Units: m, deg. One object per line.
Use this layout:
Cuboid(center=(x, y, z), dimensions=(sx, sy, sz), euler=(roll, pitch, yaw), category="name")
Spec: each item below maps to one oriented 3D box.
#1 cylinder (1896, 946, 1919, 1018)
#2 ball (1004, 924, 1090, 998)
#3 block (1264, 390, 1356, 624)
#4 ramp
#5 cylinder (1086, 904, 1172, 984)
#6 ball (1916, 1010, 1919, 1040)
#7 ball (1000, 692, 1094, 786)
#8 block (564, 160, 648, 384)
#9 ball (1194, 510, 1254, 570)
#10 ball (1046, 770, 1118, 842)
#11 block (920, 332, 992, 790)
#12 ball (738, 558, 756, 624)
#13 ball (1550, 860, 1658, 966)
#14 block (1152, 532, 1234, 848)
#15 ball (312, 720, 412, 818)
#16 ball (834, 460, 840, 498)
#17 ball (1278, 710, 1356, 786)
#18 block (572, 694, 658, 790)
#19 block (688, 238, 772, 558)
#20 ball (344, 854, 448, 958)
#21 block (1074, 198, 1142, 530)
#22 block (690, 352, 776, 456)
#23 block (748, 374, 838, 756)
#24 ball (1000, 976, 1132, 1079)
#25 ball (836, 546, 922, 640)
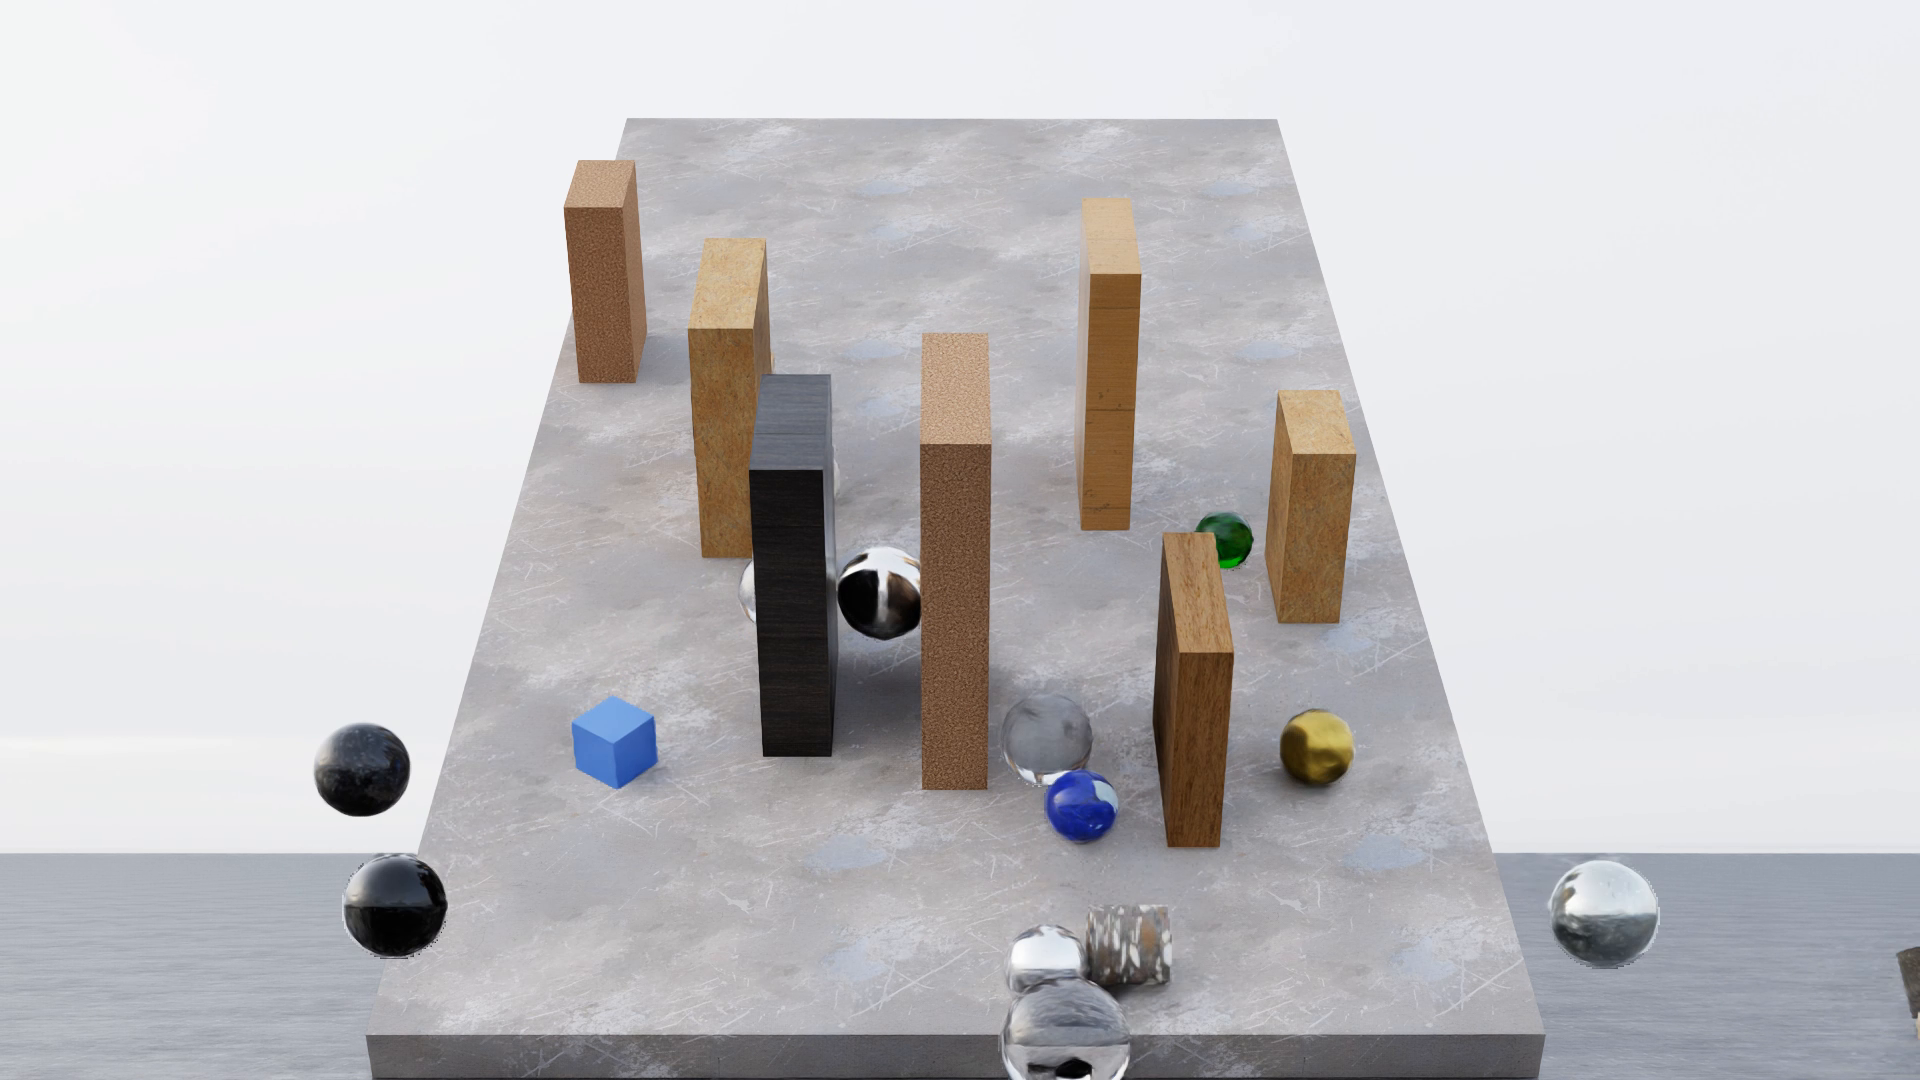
Cuboid(center=(2.142, 0.963, 5.361), dimensions=(0.144, 0.144, 0.144), euler=(-7, -18, -2), category="cylinder")
Cuboid(center=(0.148, 0.730, 4.183), dimensions=(0.147, 0.147, 0.147), euler=(0, -7, 0), category="ball")
Cuboid(center=(0.741, -0.071, 5.204), dimensions=(0.129, 0.417, 0.269), euler=(0, 32, 0), category="block")
Cuboid(center=(-0.015, -0.187, 5.867), dimensions=(2.000, 0.100, 4.000), euler=(0, 32, 0), category="ramp")
Cuboid(center=(0.290, 0.700, 4.239), dimensions=(0.137, 0.137, 0.137), euler=(0, -7, -1), category="cylinder")
Cuboid(center=(1.758, 0.854, 4.287), dimensions=(0.157, 0.157, 0.157), euler=(0, -7, 0), category="ball")
Cuboid(center=(0.167, 0.382, 4.705), dimensions=(0.178, 0.178, 0.178), euler=(0, -7, 0), category="ball")
Cuboid(center=(-0.877, -0.666, 6.081), dimensions=(0.141, 0.476, 0.280), euler=(0, 32, 0), category="block")
Cuboid(center=(0.576, -0.001, 5.361), dimensions=(0.130, 0.130, 0.130), euler=(0, -7, 0), category="ball")
Cuboid(center=(0.227, 0.495, 4.566), dimensions=(0.136, 0.136, 0.136), euler=(0, -7, 0), category="ball")
Cuboid(center=(-0.010, 0.043, 4.688), dimensions=(0.126, 0.768, 0.423), euler=(0, 32, 0), category="block")
Cuboid(center=(-0.377, 0.107, 5.140), dimensions=(0.177, 0.177, 0.177), euler=(0, -7, 0), category="ball")
Cuboid(center=(1.146, 0.665, 4.365), dimensions=(0.187, 0.187, 0.187), euler=(0, -7, 0), category="ball")
Cuboid(center=(0.436, 0.280, 4.621), dimensions=(0.097, 0.443, 0.400), euler=(0, 32, 0), category="block")
Cuboid(center=(-1.140, 0.437, 4.671), dimensions=(0.184, 0.184, 0.184), euler=(0, -7, 0), category="ball")
Cuboid(center=(-0.353, -0.139, 5.541), dimensions=(0.164, 0.164, 0.164), euler=(0, -7, 0), category="ball")
Cuboid(center=(0.687, 0.399, 4.713), dimensions=(0.146, 0.146, 0.146), euler=(0, -7, 0), category="ball")
Cuboid(center=(-0.668, 0.392, 4.746), dimensions=(0.112, 0.112, 0.112), euler=(22, 38, 31), category="block")
Cuboid(center=(-0.502, -0.318, 5.447), dimensions=(0.136, 0.567, 0.441), euler=(0, 32, 0), category="block")
Cuboid(center=(-0.988, 0.640, 4.289), dimensions=(0.178, 0.178, 0.178), euler=(0, -7, 0), category="ball")
Cuboid(center=(0.328, -0.395, 5.506), dimensions=(0.109, 0.639, 0.386), euler=(0, 32, 0), category="block")
Cuboid(center=(-0.534, -0.323, 5.814), dimensions=(0.182, 0.182, 0.182), euler=(1, 32, 0), category="block")
Cuboid(center=(-0.319, 0.051, 4.780), dimensions=(0.135, 0.654, 0.364), euler=(0, 32, 0), category="block")
Cuboid(center=(0.160, 0.760, 3.706), dimensions=(0.198, 0.198, 0.198), euler=(0, -7, 0), category="ball")
Cuboid(center=(-0.156, 0.109, 5.041), dimensions=(0.195, 0.195, 0.195), euler=(0, -7, 0), category="ball")
